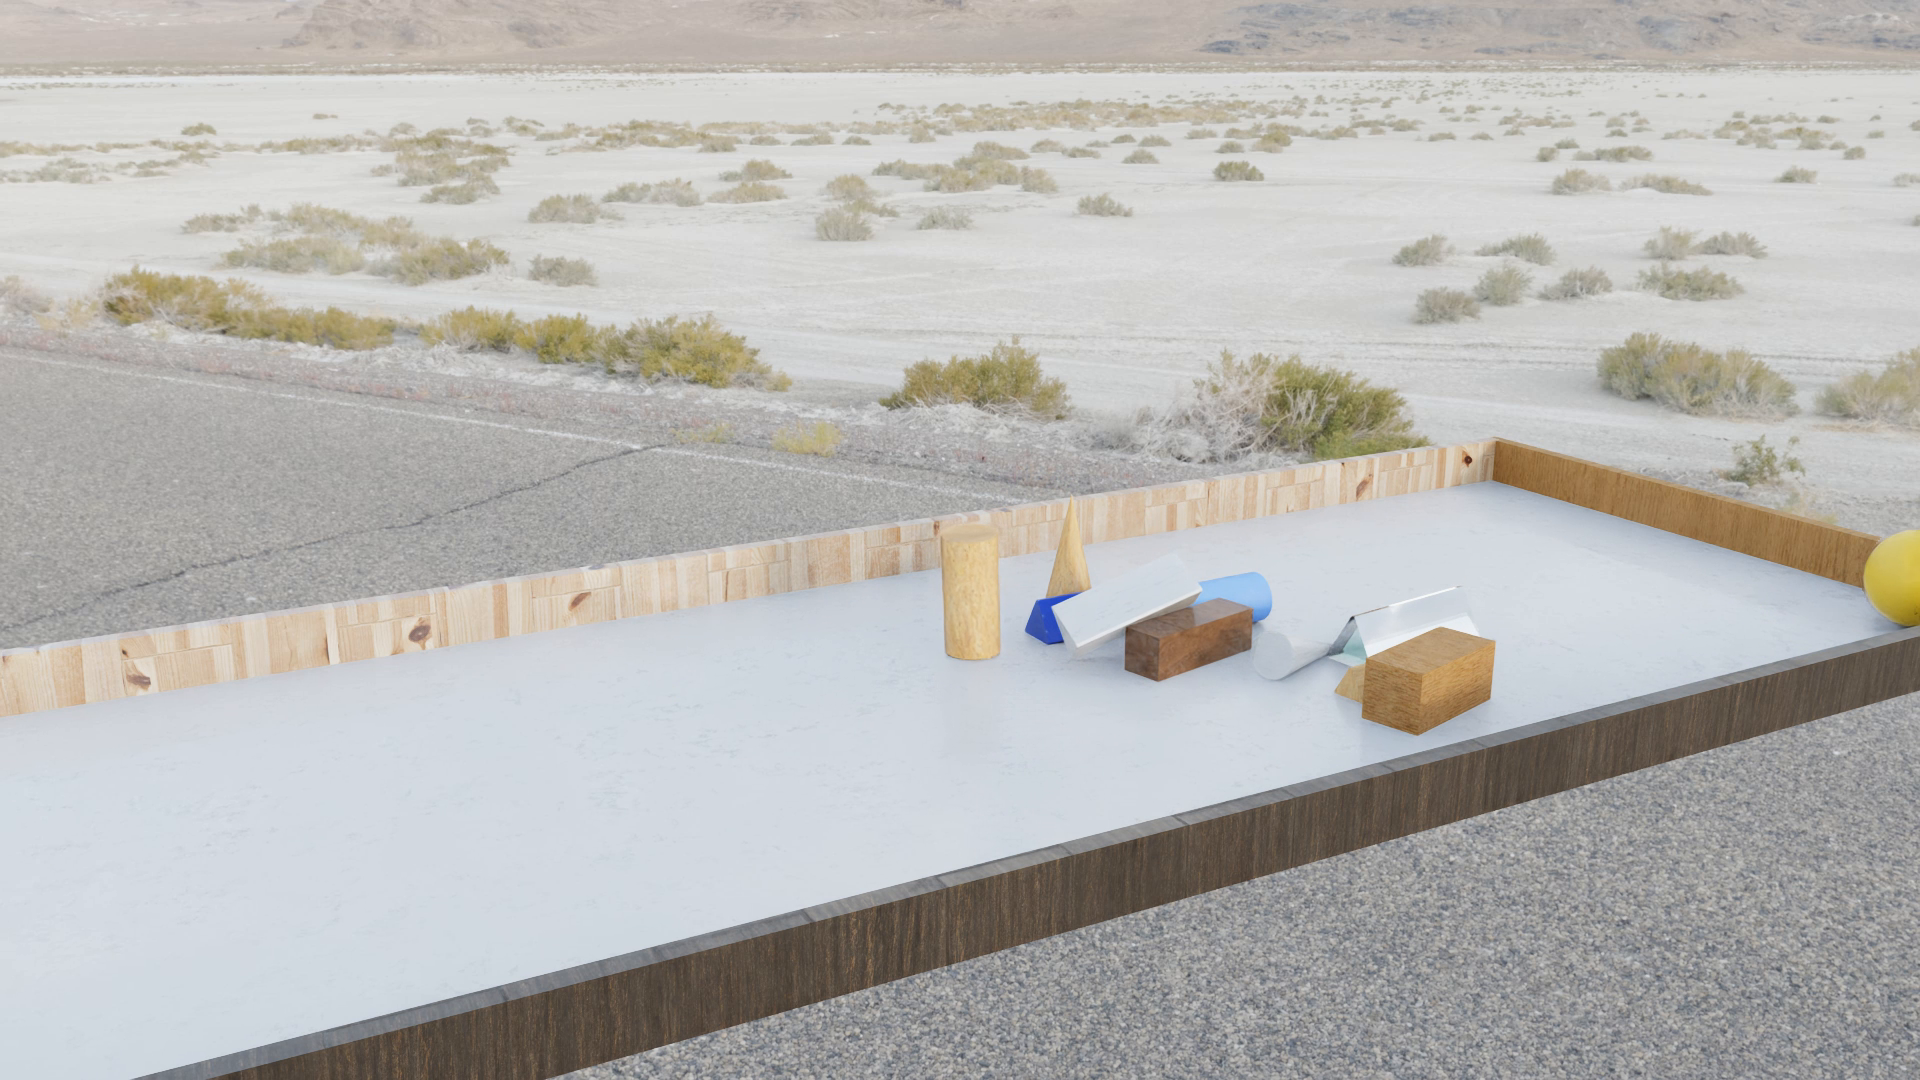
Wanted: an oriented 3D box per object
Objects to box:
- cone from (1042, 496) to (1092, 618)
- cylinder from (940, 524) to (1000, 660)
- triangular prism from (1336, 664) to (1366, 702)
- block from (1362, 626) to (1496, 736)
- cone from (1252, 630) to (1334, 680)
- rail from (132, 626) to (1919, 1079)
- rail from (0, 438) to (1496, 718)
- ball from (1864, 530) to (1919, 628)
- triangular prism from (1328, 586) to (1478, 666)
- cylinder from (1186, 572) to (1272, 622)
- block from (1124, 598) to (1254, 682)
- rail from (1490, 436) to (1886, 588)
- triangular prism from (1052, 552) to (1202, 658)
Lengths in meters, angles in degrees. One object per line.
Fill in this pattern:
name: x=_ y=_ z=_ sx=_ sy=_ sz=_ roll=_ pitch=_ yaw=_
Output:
cone: x=0.309 y=0.037 z=4.616 sx=0.155 sy=0.345 sz=0.155 roll=0 pitch=16 yaw=0
cylinder: x=0.029 y=0.136 z=4.300 sx=0.148 sy=0.325 sz=0.148 roll=-2 pitch=20 yaw=1
triangular prism: x=1.100 y=0.318 z=4.132 sx=0.371 sy=0.076 sz=0.088 roll=-12 pitch=20 yaw=-35
block: x=1.125 y=0.333 z=3.952 sx=0.329 sy=0.151 sz=0.151 roll=-15 pitch=22 yaw=-41
cone: x=0.902 y=0.286 z=4.272 sx=0.125 sy=0.125 sz=0.337 roll=15 pitch=12 yaw=42
rail: x=-2.336 y=1.006 z=1.665 sx=12.000 sy=0.150 sz=0.050 roll=-9 pitch=18 yaw=-27
rail: x=-3.305 y=0.497 z=3.399 sx=12.000 sy=0.150 sz=0.050 roll=-9 pitch=18 yaw=-27
ball: x=2.626 y=0.106 z=4.512 sx=0.272 sy=0.272 sz=0.272 roll=0 pitch=16 yaw=0
triangular prism: x=1.180 y=0.222 z=4.354 sx=0.432 sy=0.131 sz=0.152 roll=-11 pitch=20 yaw=-34
cylinder: x=0.660 y=0.182 z=4.491 sx=0.375 sy=0.137 sz=0.137 roll=-9 pitch=19 yaw=-29
block: x=0.597 y=0.255 z=4.281 sx=0.364 sy=0.116 sz=0.116 roll=-14 pitch=21 yaw=-39
rail: x=2.466 y=-0.048 z=5.253 sx=0.050 sy=0.150 sz=2.100 roll=-9 pitch=18 yaw=-27
triangular prism: x=0.425 y=0.160 z=4.265 sx=0.357 sy=0.133 sz=0.154 roll=-24 pitch=-14 yaw=-8
